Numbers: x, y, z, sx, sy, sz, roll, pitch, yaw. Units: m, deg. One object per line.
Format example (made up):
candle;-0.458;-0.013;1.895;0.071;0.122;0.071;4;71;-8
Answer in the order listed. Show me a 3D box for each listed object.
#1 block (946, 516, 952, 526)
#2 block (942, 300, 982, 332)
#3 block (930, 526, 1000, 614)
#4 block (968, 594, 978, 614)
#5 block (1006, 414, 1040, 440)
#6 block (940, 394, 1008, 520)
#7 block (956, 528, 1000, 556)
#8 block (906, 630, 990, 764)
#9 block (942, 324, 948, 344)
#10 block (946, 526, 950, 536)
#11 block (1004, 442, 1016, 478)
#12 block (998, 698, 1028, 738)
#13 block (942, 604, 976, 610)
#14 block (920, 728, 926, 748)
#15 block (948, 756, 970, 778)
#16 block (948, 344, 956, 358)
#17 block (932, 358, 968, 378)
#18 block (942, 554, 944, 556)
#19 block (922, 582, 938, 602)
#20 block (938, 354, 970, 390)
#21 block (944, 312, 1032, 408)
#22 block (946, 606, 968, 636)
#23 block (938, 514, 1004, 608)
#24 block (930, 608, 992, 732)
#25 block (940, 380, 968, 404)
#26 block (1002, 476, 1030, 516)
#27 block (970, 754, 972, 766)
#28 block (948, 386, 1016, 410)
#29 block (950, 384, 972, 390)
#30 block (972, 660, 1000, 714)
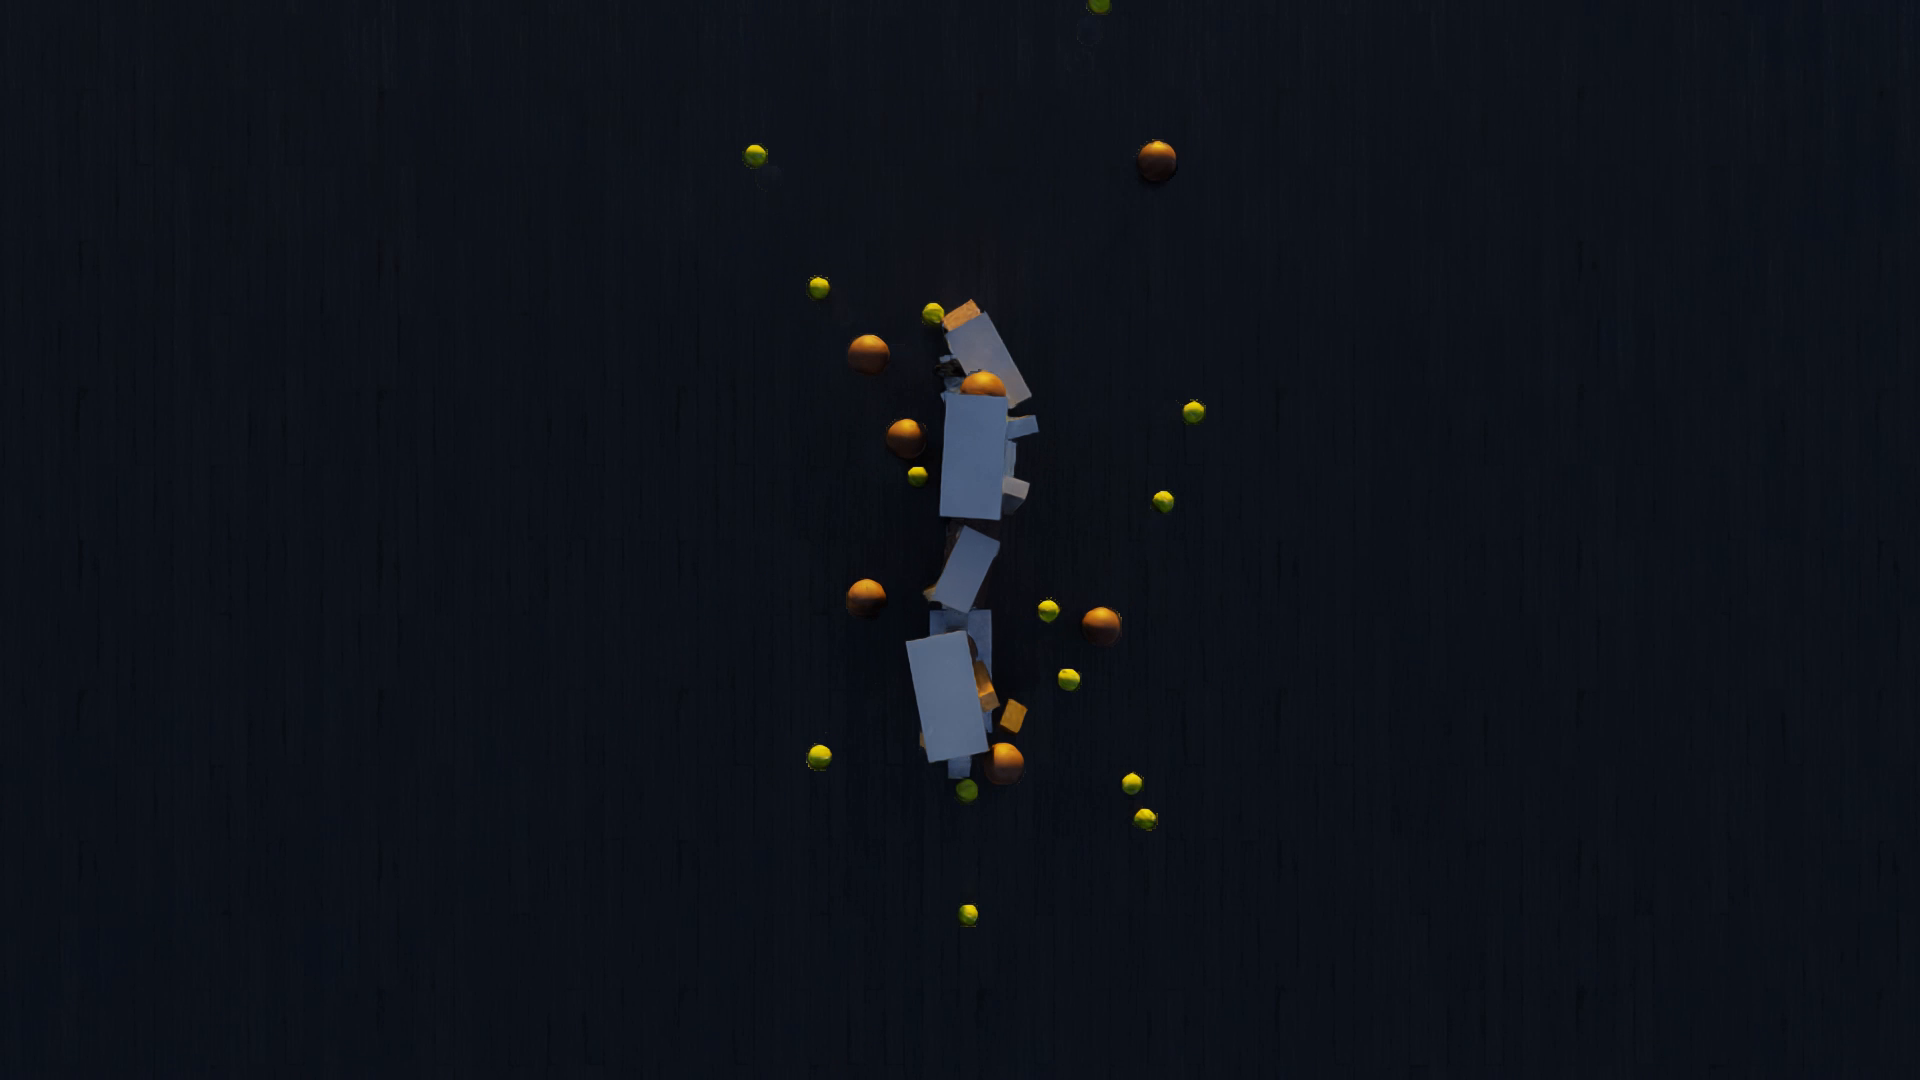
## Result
block;0.039;-0.055;5.062;0.148;0.295;0.042;12;89;-3
block;0.052;-0.609;5.029;0.113;0.032;0.226;-33;82;-3
block;0.016;0.084;4.630;0.112;0.032;0.223;25;89;-4
block;0.005;0.176;4.738;0.064;0.129;0.018;5;62;-9
block;0.088;-0.316;4.806;0.167;0.533;0.047;-15;96;-9
block;0.038;-0.228;4.511;0.167;0.047;0.335;4;93;5
block;0.050;0.005;4.759;0.112;0.223;0.032;21;94;-4
block;-0.034;0.421;4.449;0.165;0.047;0.330;-11;86;1
block;0.001;-0.668;5.280;0.113;0.441;0.032;0;90;0
block;0.021;-0.024;5.227;0.126;0.036;0.252;3;90;-3
block;0.115;-0.208;5.016;0.095;0.027;0.190;6;87;-16
block;0.161;0.544;5.048;0.064;0.129;0.018;31;126;-3
block;-0.003;0.230;5.261;0.112;0.032;0.223;1;90;0
block;-0.016;0.580;4.766;0.165;0.589;0.047;-1;81;2
block;-0.004;0.664;5.061;0.066;0.019;0.131;-2;81;2
block;0.036;-0.593;4.869;0.136;0.273;0.039;-26;100;5
block;0.012;-0.543;5.154;0.113;0.226;0.032;-23;105;-22
block;0.006;0.068;5.374;0.126;0.252;0.036;3;90;0
block;-0.053;0.137;4.754;0.112;0.223;0.032;-28;91;-3
block;-0.002;-0.504;5.297;0.094;0.027;0.188;-12;90;-1
block;0.081;-0.501;4.718;0.136;0.039;0.273;-29;94;5
block;-0.008;0.239;4.758;0.064;0.018;0.129;0;126;0
block;0.027;0.042;4.892;0.148;0.042;0.295;12;89;-3
block;0.003;0.383;4.828;0.179;0.051;0.358;-1;90;0
block;-0.009;-0.454;5.189;0.093;0.185;0.026;-29;83;2
block;0.094;-0.139;4.712;0.167;0.335;0.047;17;82;-3
block;0.002;0.684;5.290;0.066;0.419;0.019;0;90;0
block;0.063;-0.421;4.911;0.136;0.319;0.039;-13;105;-9
block;0.033;-0.388;5.082;0.093;0.026;0.185;-13;92;-9
block;0.012;0.431;4.636;0.165;0.330;0.047;-23;102;0
